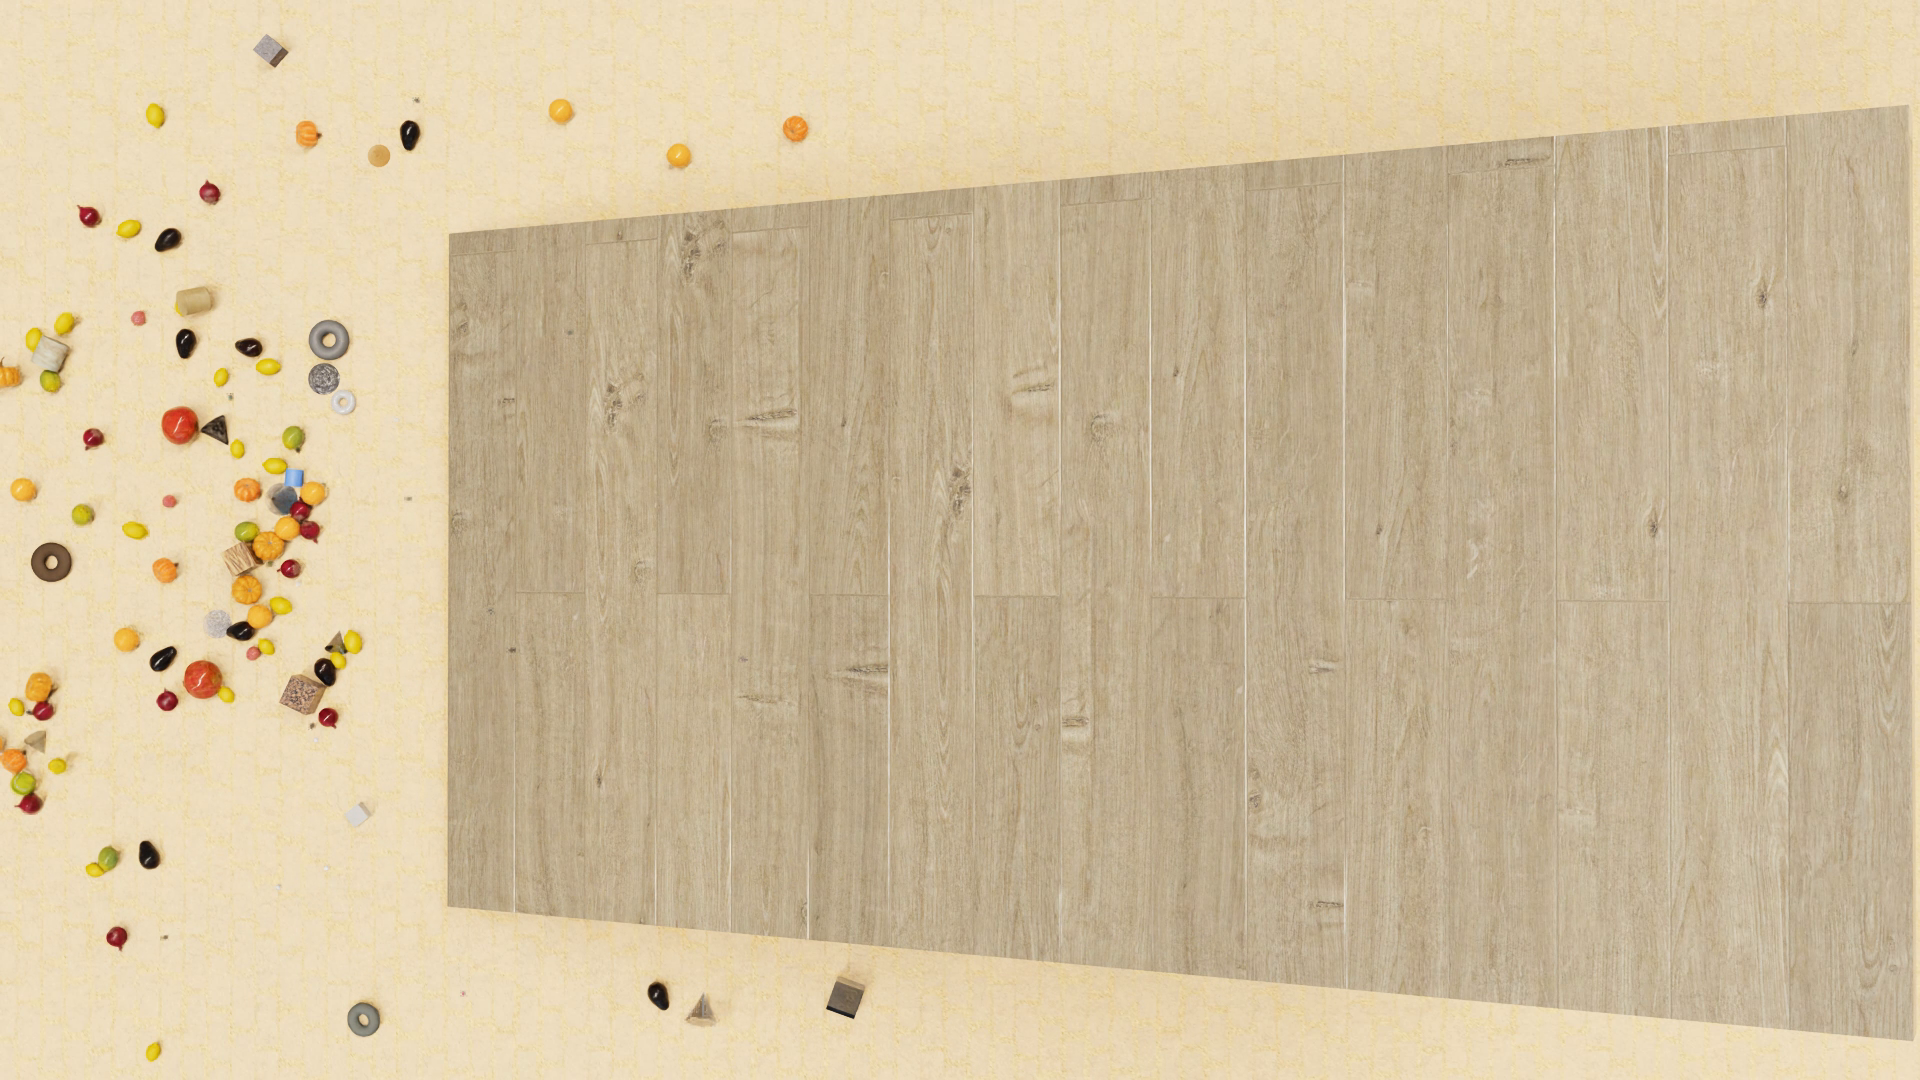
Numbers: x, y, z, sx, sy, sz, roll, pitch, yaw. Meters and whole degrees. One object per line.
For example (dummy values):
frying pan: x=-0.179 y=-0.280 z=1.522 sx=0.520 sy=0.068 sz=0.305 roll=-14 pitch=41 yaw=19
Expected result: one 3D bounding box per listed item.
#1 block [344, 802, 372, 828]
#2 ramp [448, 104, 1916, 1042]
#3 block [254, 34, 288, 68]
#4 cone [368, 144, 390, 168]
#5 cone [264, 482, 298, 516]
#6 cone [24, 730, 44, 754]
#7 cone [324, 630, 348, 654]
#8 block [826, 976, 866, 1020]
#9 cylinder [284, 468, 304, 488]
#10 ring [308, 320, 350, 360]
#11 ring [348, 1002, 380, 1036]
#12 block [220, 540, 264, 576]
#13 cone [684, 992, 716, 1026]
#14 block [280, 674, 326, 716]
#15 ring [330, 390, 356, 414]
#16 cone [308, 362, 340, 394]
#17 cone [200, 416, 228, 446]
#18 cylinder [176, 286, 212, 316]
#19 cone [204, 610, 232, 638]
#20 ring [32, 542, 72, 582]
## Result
block: x=-1.803 y=0.824 z=6.590 sx=0.051 sy=0.051 sz=0.051 roll=-38 pitch=90 yaw=0
ramp: x=0.278 y=0.078 z=5.659 sx=4.000 sy=0.100 sz=2.000 roll=0 pitch=89 yaw=27
block: x=-2.071 y=-1.470 z=6.608 sx=0.063 sy=0.063 sz=0.063 roll=40 pitch=90 yaw=0
cone: x=-1.753 y=-1.160 z=6.602 sx=0.069 sy=0.069 sz=0.069 roll=0 pitch=89 yaw=0
cone: x=-2.045 y=-0.123 z=6.576 sx=0.100 sy=0.100 sz=0.100 roll=0 pitch=89 yaw=0
cone: x=-2.765 y=0.617 z=6.603 sx=0.065 sy=0.065 sz=0.065 roll=-19 pitch=116 yaw=0
cone: x=-1.869 y=0.300 z=6.606 sx=0.067 sy=0.067 sz=0.067 roll=3 pitch=63 yaw=0
block: x=-0.341 y=1.365 z=6.565 sx=0.089 sy=0.089 sz=0.089 roll=20 pitch=89 yaw=0
cylinder: x=-1.999 y=-0.186 z=6.601 sx=0.052 sy=0.052 sz=0.052 roll=5 pitch=89 yaw=0
ring: x=-1.897 y=-0.601 z=6.611 sx=0.123 sy=0.041 sz=0.123 roll=0 pitch=91 yaw=0
ring: x=-1.786 y=1.437 z=6.585 sx=0.104 sy=0.035 sz=0.104 roll=1 pitch=95 yaw=13
block: x=-2.149 y=0.056 z=6.584 sx=0.080 sy=0.080 sz=0.080 roll=-28 pitch=89 yaw=0
cone: x=-0.771 y=1.398 z=6.588 sx=0.096 sy=0.096 sz=0.096 roll=5 pitch=63 yaw=0
block: x=-1.964 y=0.462 z=6.575 sx=0.089 sy=0.089 sz=0.089 roll=25 pitch=89 yaw=0
ring: x=-1.855 y=-0.414 z=6.616 sx=0.077 sy=0.026 sz=0.077 roll=0 pitch=89 yaw=1
cone: x=-1.917 y=-0.486 z=6.581 sx=0.097 sy=0.097 sz=0.097 roll=0 pitch=89 yaw=0
cone: x=-2.222 y=-0.316 z=6.609 sx=0.084 sy=0.084 sz=0.084 roll=-30 pitch=116 yaw=0
cylinder: x=-2.292 y=-0.715 z=6.578 sx=0.076 sy=0.076 sz=0.076 roll=-19 pitch=89 yaw=-38
cone: x=-2.236 y=0.253 z=6.578 sx=0.087 sy=0.087 sz=0.087 roll=0 pitch=89 yaw=0
ring: x=-2.729 y=0.067 z=6.604 sx=0.120 sy=0.040 sz=0.120 roll=0 pitch=91 yaw=0
